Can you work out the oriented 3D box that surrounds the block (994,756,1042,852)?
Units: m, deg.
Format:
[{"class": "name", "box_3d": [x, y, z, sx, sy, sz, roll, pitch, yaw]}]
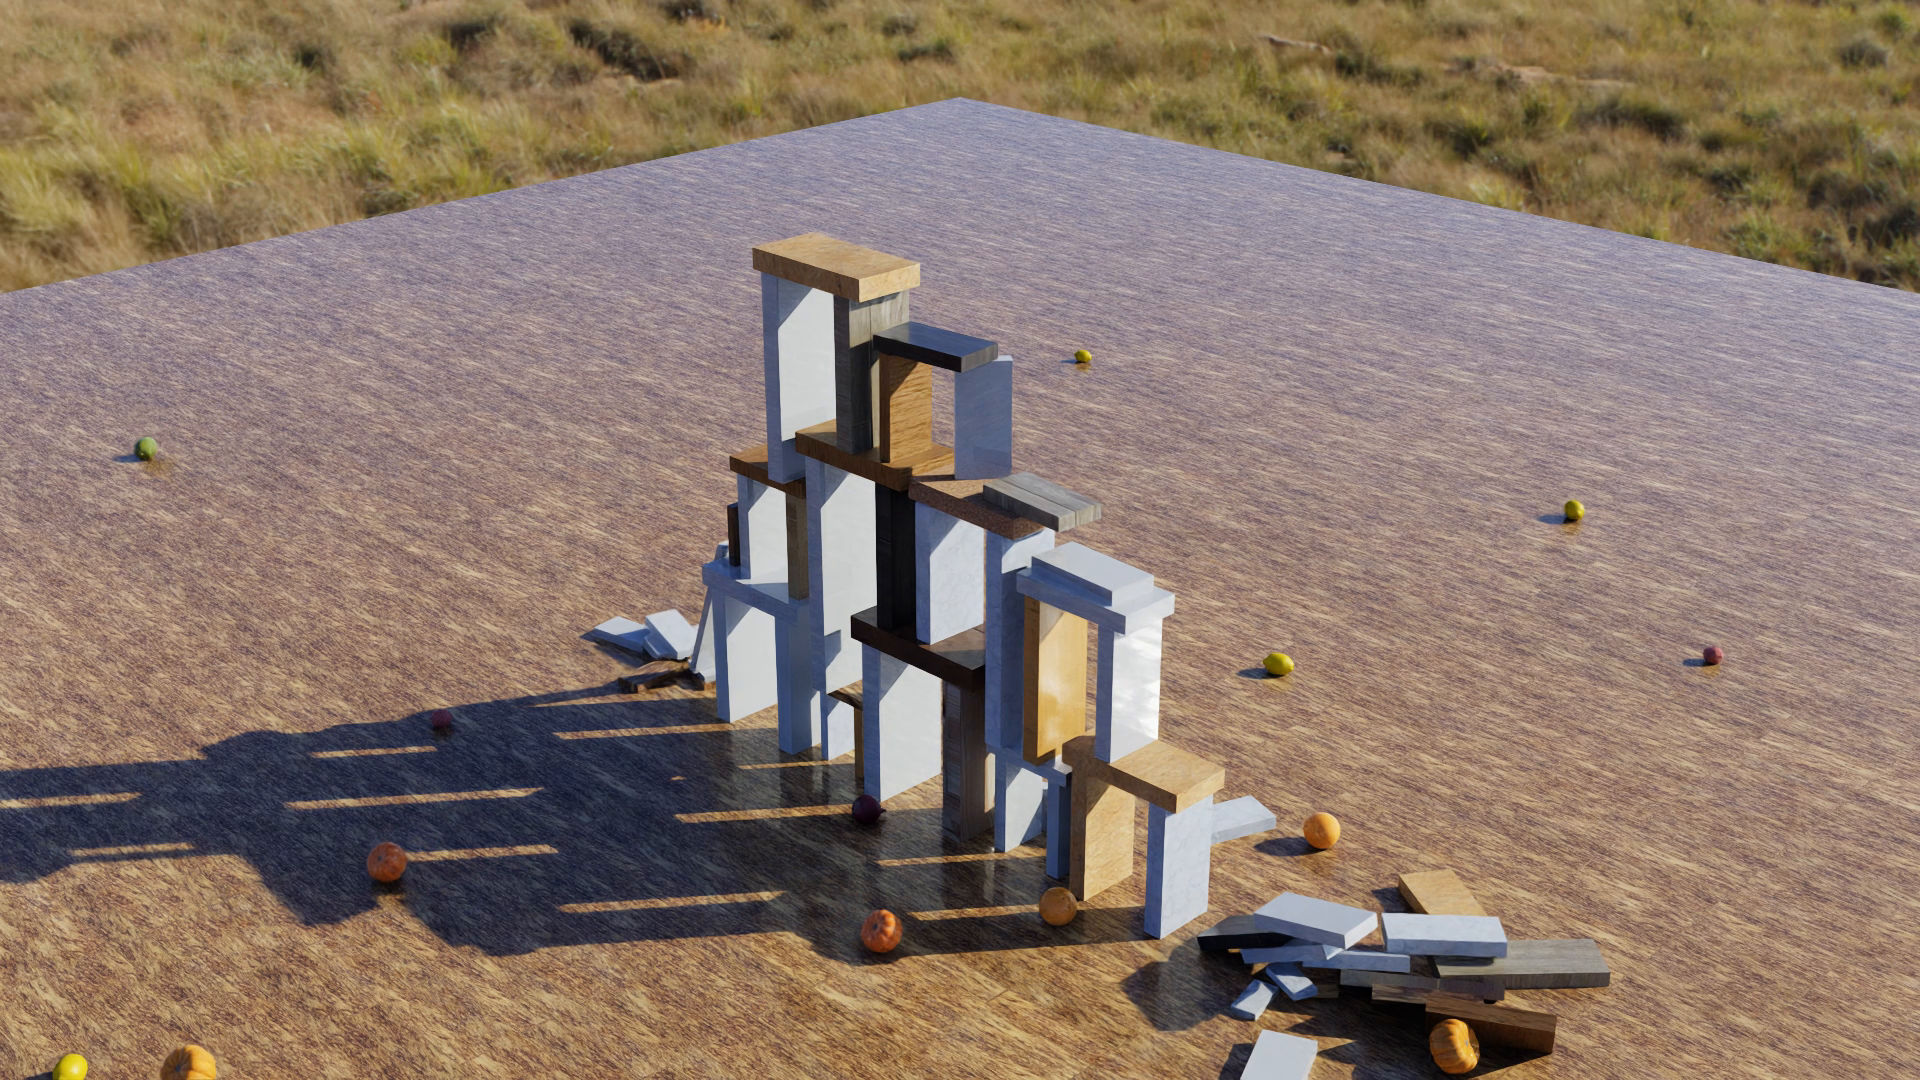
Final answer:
[{"class": "block", "box_3d": [0.115, 0.499, 4.318, 0.029, 0.208, 0.104, 21, 31, 41]}]

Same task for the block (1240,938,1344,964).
[{"class": "block", "box_3d": [0.599, 0.713, 3.884, 0.097, 0.027, 0.193, -22, 4, -41]}]

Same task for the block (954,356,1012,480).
[{"class": "block", "box_3d": [0.043, -0.231, 4.158, 0.108, 0.236, 0.031, -2, 23, -4]}]

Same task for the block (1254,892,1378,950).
[{"class": "block", "box_3d": [0.621, 0.664, 3.846, 0.193, 0.027, 0.097, 6, 21, 44]}]

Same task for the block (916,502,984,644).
[{"class": "block", "box_3d": [-0.020, 0.047, 4.277, 0.143, 0.286, 0.041, -20, 30, -40]}]

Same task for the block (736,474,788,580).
[{"class": "block", "box_3d": [-0.413, -0.044, 4.661, 0.033, 0.232, 0.116, 21, 31, 41]}]

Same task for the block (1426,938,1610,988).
[{"class": "block", "box_3d": [0.997, 0.759, 3.935, 0.303, 0.030, 0.106, -1, 23, -2]}]

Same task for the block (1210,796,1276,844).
[{"class": "block", "box_3d": [0.526, 0.563, 4.398, 0.190, 0.027, 0.095, -10, 25, -23]}]

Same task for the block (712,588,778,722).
[{"class": "block", "box_3d": [-0.464, 0.231, 4.820, 0.044, 0.310, 0.155, 21, 31, 41]}]

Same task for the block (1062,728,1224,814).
[{"class": "block", "box_3d": [0.335, 0.414, 4.036, 0.274, 0.039, 0.137, 21, 31, 40]}]

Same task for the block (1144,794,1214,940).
[{"class": "block", "box_3d": [0.402, 0.582, 4.038, 0.039, 0.274, 0.137, 21, 31, 40]}]

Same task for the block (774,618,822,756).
[{"class": "block", "box_3d": [-0.317, 0.288, 4.685, 0.044, 0.310, 0.155, 21, 31, 41]}]

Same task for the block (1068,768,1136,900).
[{"class": "block", "box_3d": [0.270, 0.532, 4.157, 0.137, 0.274, 0.039, -21, 31, -40]}]

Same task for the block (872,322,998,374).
[{"class": "block", "box_3d": [-0.047, -0.364, 4.131, 0.216, 0.031, 0.108, 18, 29, 36]}]

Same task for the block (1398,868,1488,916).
[{"class": "block", "box_3d": [0.909, 0.687, 4.104, 0.106, 0.030, 0.211, -5, 23, -11]}]

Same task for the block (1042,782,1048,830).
[{"class": "block", "box_3d": [0.247, 0.540, 4.366, 0.190, 0.095, 0.027, 7, 24, 15]}]

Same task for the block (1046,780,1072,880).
[{"class": "block", "box_3d": [0.213, 0.538, 4.227, 0.104, 0.208, 0.029, -21, 31, -41]}]

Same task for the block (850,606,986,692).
[{"class": "block", "box_3d": [-0.037, 0.198, 4.350, 0.172, 0.049, 0.345, -21, 31, -40]}]

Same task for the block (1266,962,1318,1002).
[{"class": "block", "box_3d": [0.585, 0.777, 3.878, 0.048, 0.014, 0.096, -10, 25, -21]}]

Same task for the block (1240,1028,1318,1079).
[{"class": "block", "box_3d": [0.523, 0.884, 3.643, 0.095, 0.027, 0.190, 9, 25, 20]}]

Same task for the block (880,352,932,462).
[{"class": "block", "box_3d": [-0.104, -0.266, 4.217, 0.108, 0.216, 0.031, -21, 32, -39]}]

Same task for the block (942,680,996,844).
[{"class": "block", "box_3d": [0.044, 0.411, 4.352, 0.049, 0.345, 0.172, 21, 31, 41]}]

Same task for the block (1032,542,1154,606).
[{"class": "block", "box_3d": [0.240, 0.060, 4.002, 0.105, 0.030, 0.210, -19, 29, -37]}]

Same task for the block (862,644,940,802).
[{"class": "block", "box_3d": [-0.118, 0.347, 4.501, 0.049, 0.345, 0.172, 21, 31, 41]}]

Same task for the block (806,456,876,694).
[{"class": "block", "box_3d": [-0.239, 0.055, 4.510, 0.152, 0.517, 0.043, -21, 31, -40]}]

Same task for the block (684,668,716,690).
[{"class": "block", "box_3d": [-0.583, 0.312, 5.008, 0.050, 0.014, 0.101, -14, 27, -30]}]

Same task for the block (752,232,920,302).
[{"class": "block", "box_3d": [-0.242, -0.530, 4.260, 0.156, 0.044, 0.312, -21, 31, -40]}]

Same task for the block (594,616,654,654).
[{"class": "block", "box_3d": [-0.780, 0.224, 5.204, 0.159, 0.023, 0.080, 16, 28, 33]}]

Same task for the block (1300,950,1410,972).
[{"class": "block", "box_3d": [0.701, 0.747, 3.914, 0.186, 0.026, 0.093, 2, -5, 5]}]

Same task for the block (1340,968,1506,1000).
[{"class": "block", "box_3d": [0.804, 0.775, 3.837, 0.278, 0.026, 0.093, 4, -10, 10]}]

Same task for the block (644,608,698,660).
[{"class": "block", "box_3d": [-0.661, 0.219, 5.125, 0.080, 0.023, 0.159, -13, 38, -33]}]

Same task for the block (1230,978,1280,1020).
[{"class": "block", "box_3d": [0.516, 0.804, 3.848, 0.048, 0.014, 0.096, 14, 27, 30]}]

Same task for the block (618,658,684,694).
[{"class": "block", "box_3d": [-0.704, 0.308, 5.010, 0.068, 0.019, 0.137, 19, 30, 38]}]

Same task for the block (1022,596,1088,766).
[{"class": "block", "box_3d": [0.179, 0.246, 4.136, 0.038, 0.341, 0.133, 21, 31, 41]}]

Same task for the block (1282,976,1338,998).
[{"class": "block", "box_3d": [0.616, 0.789, 3.884, 0.096, 0.014, 0.048, 0, 23, 0]}]

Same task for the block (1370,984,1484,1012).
[{"class": "block", "box_3d": [0.802, 0.793, 3.786, 0.186, 0.026, 0.093, 4, -20, 9]}]

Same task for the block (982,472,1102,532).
[{"class": "block", "box_3d": [0.150, -0.072, 4.047, 0.105, 0.030, 0.210, -18, 29, -36]}]

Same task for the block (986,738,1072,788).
[{"class": "block", "box_3d": [0.162, 0.410, 4.225, 0.208, 0.029, 0.104, 21, 31, 40]}]

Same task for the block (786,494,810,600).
[{"class": "block", "box_3d": [-0.304, -0.002, 4.560, 0.116, 0.232, 0.033, -21, 31, -41]}]

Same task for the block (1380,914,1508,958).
[{"class": "block", "box_3d": [0.869, 0.711, 3.954, 0.210, 0.030, 0.105, 1, 16, 4]}]

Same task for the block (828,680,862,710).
[{"class": "block", "box_3d": [-0.221, 0.313, 4.592, 0.158, 0.022, 0.079, 21, 31, 40]}]

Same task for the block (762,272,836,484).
[{"class": "block", "box_3d": [-0.319, -0.340, 4.421, 0.044, 0.433, 0.156, 20, 30, 40]}]

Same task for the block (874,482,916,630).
[{"class": "block", "box_3d": [-0.096, 0.012, 4.337, 0.043, 0.303, 0.152, 21, 31, 40]}]

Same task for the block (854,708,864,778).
[{"class": "block", "box_3d": [-0.184, 0.410, 4.593, 0.022, 0.157, 0.079, 21, 31, 41]}]

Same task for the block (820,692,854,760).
[{"class": "block", "box_3d": [-0.258, 0.381, 4.661, 0.022, 0.158, 0.079, 21, 31, 41]}]

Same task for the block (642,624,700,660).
[{"class": "block", "box_3d": [-0.651, 0.240, 5.137, 0.159, 0.023, 0.080, -12, 38, -32]}]

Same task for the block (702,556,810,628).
[{"class": "block", "box_3d": [-0.390, 0.096, 4.683, 0.311, 0.044, 0.155, 21, 31, 41]}]

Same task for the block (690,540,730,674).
[{"class": "block", "box_3d": [-0.538, 0.146, 4.885, 0.068, 0.376, 0.019, -22, 53, -40]}]

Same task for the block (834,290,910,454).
[{"class": "block", "box_3d": [-0.169, -0.337, 4.261, 0.044, 0.312, 0.156, 21, 31, 40]}]

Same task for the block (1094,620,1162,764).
[{"class": "block", "box_3d": [0.307, 0.261, 4.005, 0.038, 0.266, 0.133, 21, 31, 40]}]

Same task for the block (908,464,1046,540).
[{"class": "block", "box_3d": [0.051, -0.078, 4.151, 0.143, 0.041, 0.286, -20, 30, -39]}]

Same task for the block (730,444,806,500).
[{"class": "block", "box_3d": [-0.359, -0.145, 4.558, 0.116, 0.033, 0.232, -21, 31, -40]}]

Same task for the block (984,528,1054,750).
[{"class": "block", "box_3d": [0.113, 0.172, 4.181, 0.041, 0.442, 0.143, 21, 31, 40]}]

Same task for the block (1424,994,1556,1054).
[{"class": "block", "box_3d": [0.893, 0.816, 3.706, 0.211, 0.106, 0.030, 7, 60, 15]}]

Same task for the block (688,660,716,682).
[{"class": "block", "box_3d": [-0.578, 0.294, 5.013, 0.050, 0.014, 0.101, -12, 26, -26]}]

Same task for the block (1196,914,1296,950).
[{"class": "block", "box_3d": [0.529, 0.704, 3.958, 0.097, 0.027, 0.194, -21, 4, -41]}]

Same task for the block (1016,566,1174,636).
[{"class": "block", "box_3d": [0.245, 0.096, 4.004, 0.133, 0.038, 0.266, -21, 31, -40]}]

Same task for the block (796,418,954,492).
[{"class": "block", "box_3d": [-0.167, -0.175, 4.334, 0.303, 0.043, 0.152, 21, 31, 41]}]

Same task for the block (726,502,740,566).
[{"class": "block", "box_3d": [-0.465, -0.017, 4.718, 0.019, 0.137, 0.068, 21, 31, 41]}]
